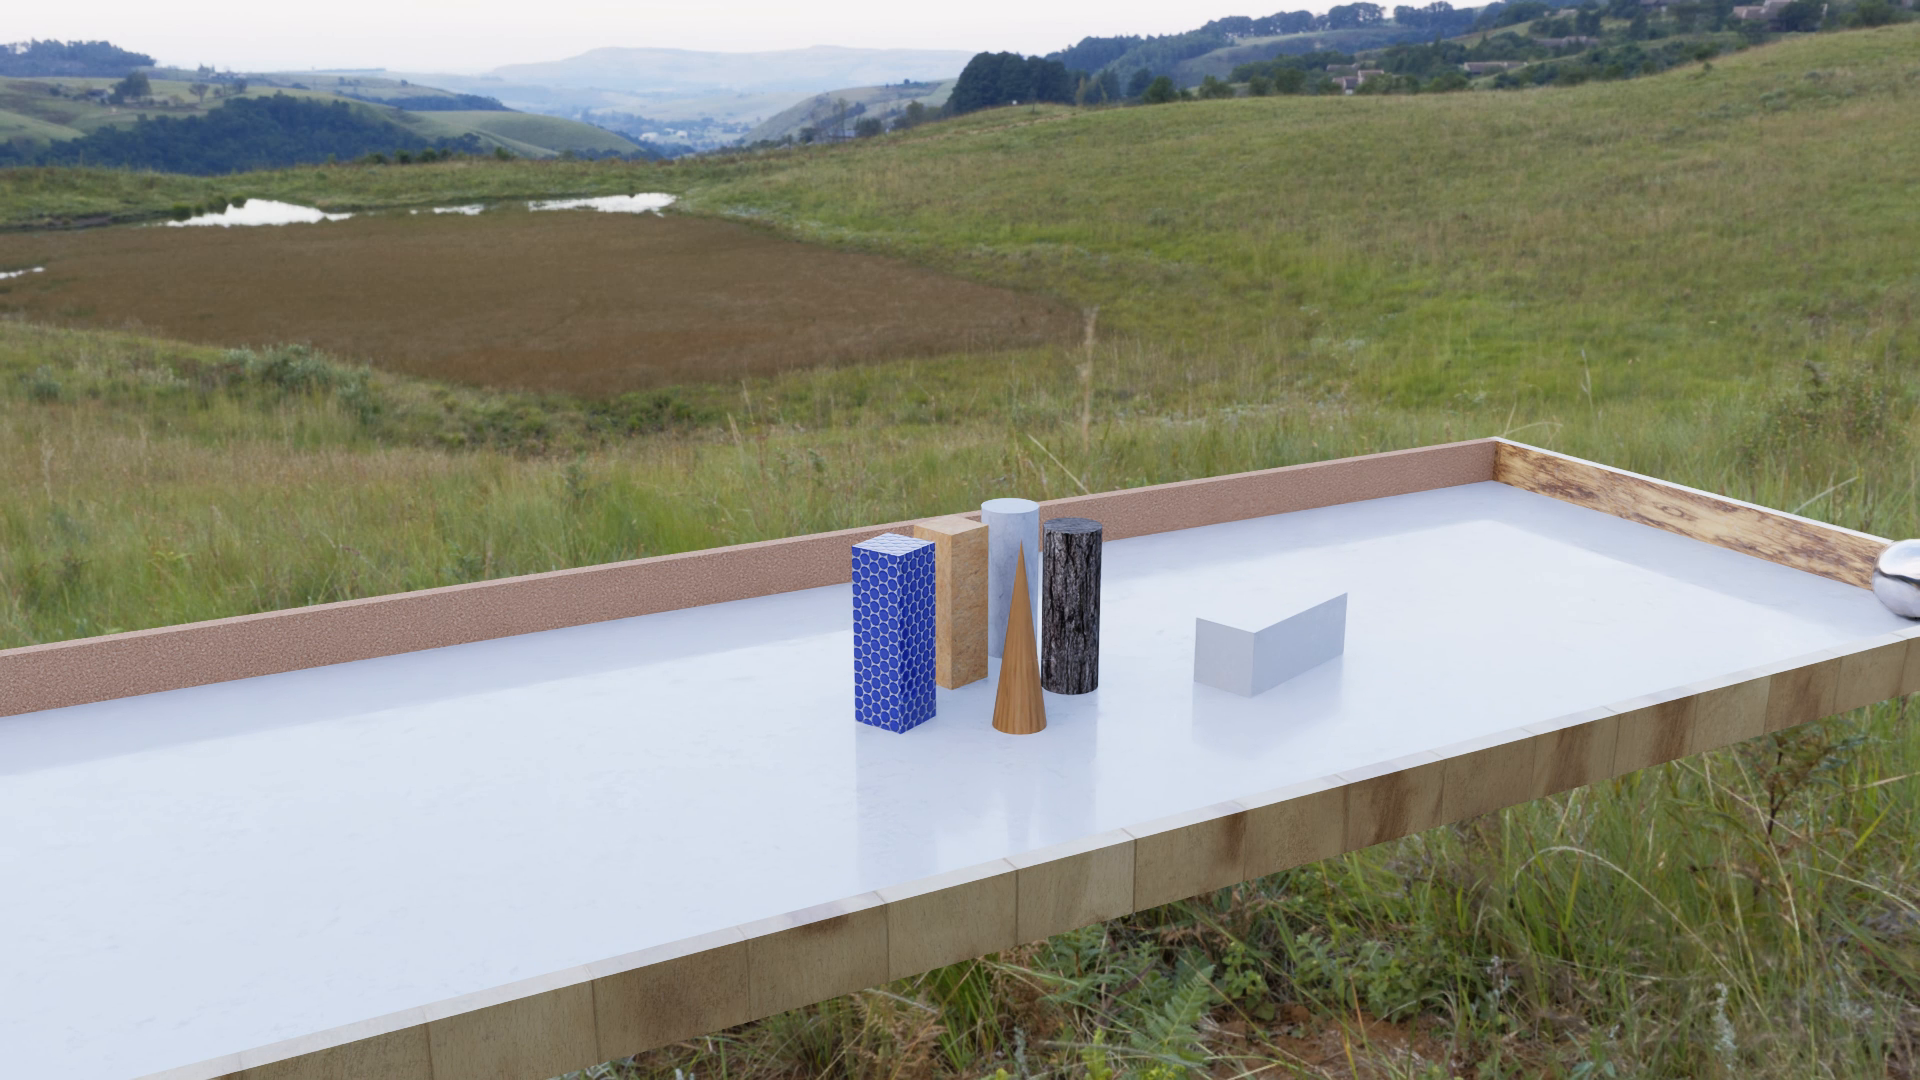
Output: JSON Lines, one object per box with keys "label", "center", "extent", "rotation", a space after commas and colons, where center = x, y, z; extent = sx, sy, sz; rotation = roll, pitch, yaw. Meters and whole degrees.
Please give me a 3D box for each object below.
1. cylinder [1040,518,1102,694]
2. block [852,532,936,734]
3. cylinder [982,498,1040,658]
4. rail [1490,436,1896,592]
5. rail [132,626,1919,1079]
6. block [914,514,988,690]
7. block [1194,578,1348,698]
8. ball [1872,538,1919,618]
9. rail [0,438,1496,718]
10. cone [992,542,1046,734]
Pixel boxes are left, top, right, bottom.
{"label": "cylinder", "center": [0.274, 0.162, 4.069], "extent": [0.144, 0.413, 0.144], "rotation": [0, 16, 0]}
{"label": "block", "center": [-0.153, 0.216, 3.854], "extent": [0.137, 0.431, 0.137], "rotation": [11, 20, 34]}
{"label": "cylinder", "center": [0.130, 0.100, 4.315], "extent": [0.150, 0.394, 0.150], "rotation": [0, 16, 0]}
{"label": "rail", "center": [2.466, -0.048, 5.253], "extent": [0.050, 0.150, 2.100], "rotation": [-9, 18, -27]}
{"label": "rail", "center": [-2.336, 1.006, 1.665], "extent": [12.000, 0.150, 0.050], "rotation": [-9, 18, -27]}
{"label": "block", "center": [-0.021, 0.154, 4.120], "extent": [0.131, 0.400, 0.131], "rotation": [16, 22, 43]}
{"label": "block", "center": [0.798, 0.245, 4.220], "extent": [0.170, 0.170, 0.437], "rotation": [15, 22, 41]}
{"label": "ball", "center": [2.669, 0.107, 4.598], "extent": [0.222, 0.222, 0.222], "rotation": [0, 16, 0]}
{"label": "rail", "center": [-3.305, 0.497, 3.399], "extent": [12.000, 0.150, 0.050], "rotation": [-9, 18, -27]}
{"label": "cone", "center": [0.140, 0.214, 3.817], "extent": [0.129, 0.456, 0.129], "rotation": [0, 16, 0]}
